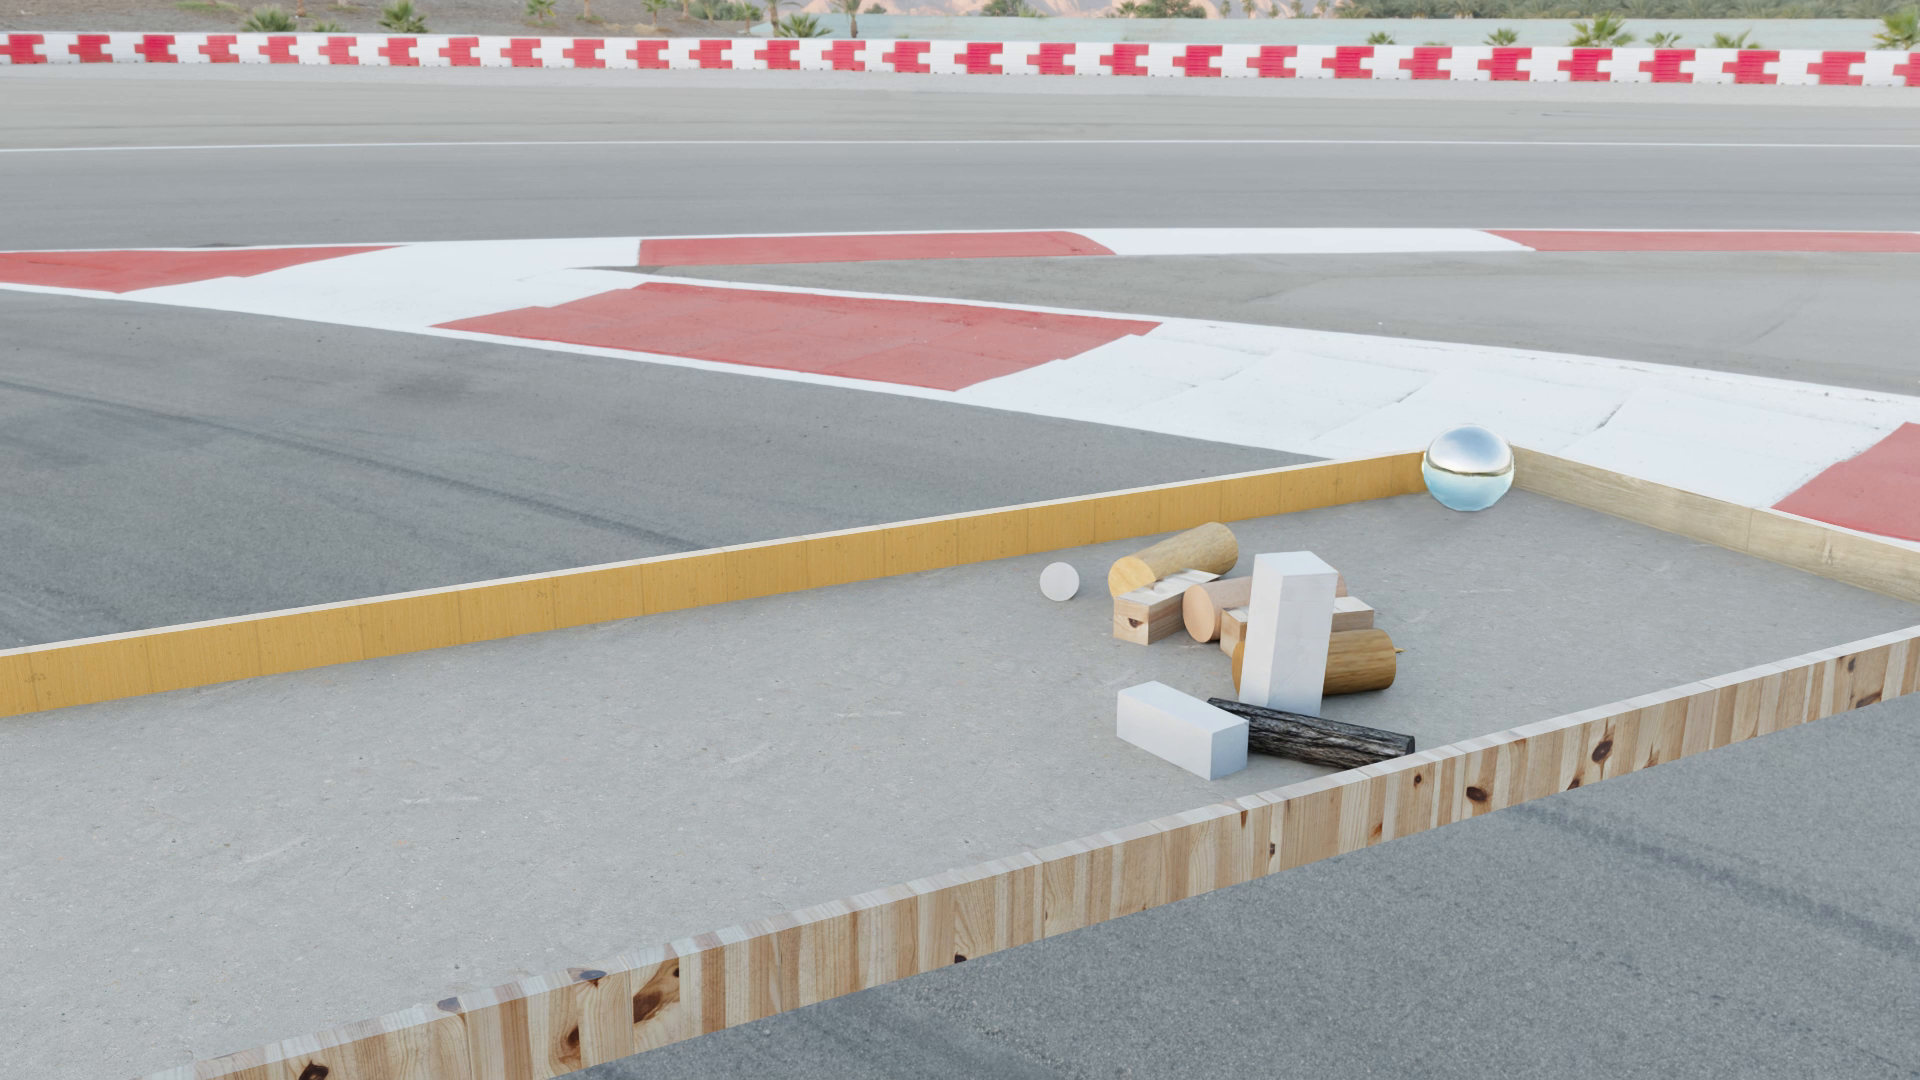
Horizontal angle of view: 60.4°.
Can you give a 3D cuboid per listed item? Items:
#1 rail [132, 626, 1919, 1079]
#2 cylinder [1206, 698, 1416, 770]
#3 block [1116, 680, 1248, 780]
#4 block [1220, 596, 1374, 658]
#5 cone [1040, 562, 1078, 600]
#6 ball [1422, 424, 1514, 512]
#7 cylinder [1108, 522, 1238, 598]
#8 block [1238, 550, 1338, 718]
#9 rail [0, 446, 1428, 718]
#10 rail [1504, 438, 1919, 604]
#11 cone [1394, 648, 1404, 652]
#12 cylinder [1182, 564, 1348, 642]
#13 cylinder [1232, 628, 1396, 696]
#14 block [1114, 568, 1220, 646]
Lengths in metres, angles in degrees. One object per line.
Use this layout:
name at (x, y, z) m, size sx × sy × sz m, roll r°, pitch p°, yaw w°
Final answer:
rail at (-2.336, 1.006, 1.665) m, size 12.000 × 0.150 × 0.050 m, roll -9°, pitch 18°, yaw -27°
cylinder at (0.770, 0.441, 3.674) m, size 0.460 × 0.100 × 0.100 m, roll 9°, pitch 19°, yaw 28°
block at (0.497, 0.425, 3.710) m, size 0.112 × 0.112 × 0.303 m, roll -12°, pitch 20°, yaw -35°
block at (0.889, 0.236, 4.351) m, size 0.383 × 0.114 × 0.114 m, roll -4°, pitch 17°, yaw -15°
cone at (0.287, 0.095, 4.933) m, size 0.113 × 0.113 × 0.373 m, roll 0°, pitch 8°, yaw 0°
ball at (1.745, -0.249, 5.665) m, size 0.303 × 0.303 × 0.303 m, roll 0°, pitch 16°, yaw 0°
cylinder at (0.628, 0.075, 4.810) m, size 0.163 × 0.163 × 0.458 m, roll 13°, pitch 21°, yaw 37°
block at (0.756, 0.239, 3.817) m, size 0.138 × 0.397 × 0.138 m, roll -3°, pitch 21°, yaw -16°
rail at (-3.305, 0.497, 3.399) m, size 12.000 × 0.150 × 0.050 m, roll -9°, pitch 18°, yaw -27°
rail at (2.466, -0.048, 5.253) m, size 0.050 × 0.150 × 2.100 m, roll -9°, pitch 18°, yaw -27°
cone at (0.978, 0.280, 4.263) m, size 0.455 × 0.157 × 0.157 m, roll 3°, pitch 14°, yaw -25°
cylinder at (0.833, 0.170, 4.500) m, size 0.434 × 0.156 × 0.156 m, roll -8°, pitch 18°, yaw -24°
cylinder at (0.865, 0.308, 4.037) m, size 0.366 × 0.153 × 0.153 m, roll -4°, pitch 17°, yaw -15°
block at (0.573, 0.181, 4.542) m, size 0.111 × 0.111 × 0.354 m, roll 14°, pitch 21°, yaw 39°
